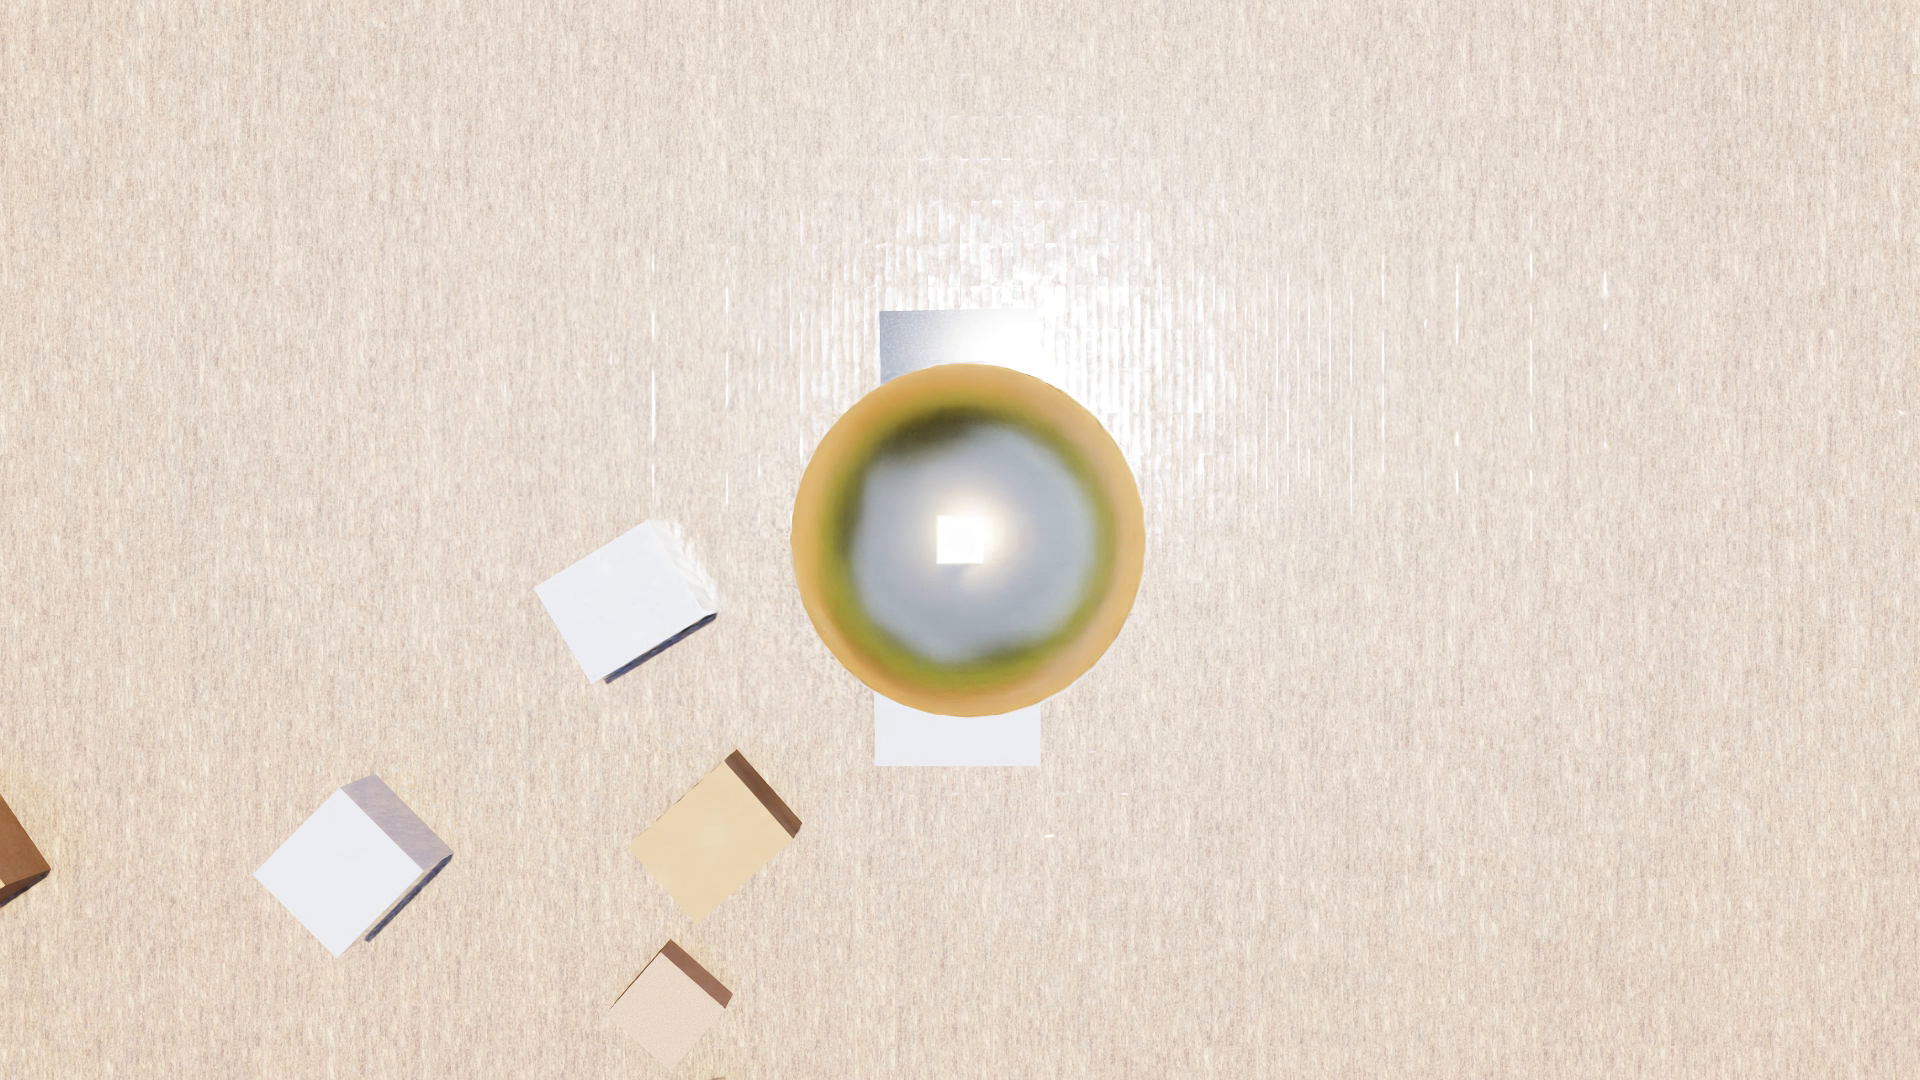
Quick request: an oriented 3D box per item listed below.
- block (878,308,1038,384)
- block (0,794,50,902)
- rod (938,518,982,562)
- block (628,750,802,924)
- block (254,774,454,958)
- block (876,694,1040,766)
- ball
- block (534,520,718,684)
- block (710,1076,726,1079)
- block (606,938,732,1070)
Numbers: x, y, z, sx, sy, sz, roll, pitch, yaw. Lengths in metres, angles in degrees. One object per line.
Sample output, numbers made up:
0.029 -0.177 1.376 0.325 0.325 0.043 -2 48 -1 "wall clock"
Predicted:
-0.005 -0.844 12.559 0.865 0.883 0.857 -1 90 0 "block"
-5.920 1.849 12.683 0.800 0.633 0.771 -34 90 0 "block"
0.016 0.000 6.485 0.080 5.200 0.080 0 90 0 "rod"
-1.395 1.693 12.645 0.722 0.711 0.585 -42 90 0 "block"
-3.466 1.855 12.627 0.662 0.745 0.686 45 90 0 "block"
-0.013 0.845 12.608 0.919 0.785 0.820 0 90 0 "block"
0.038 0.000 9.885 1.600 1.600 1.600 0 90 0 "ball"
-1.908 0.347 12.663 0.746 0.674 0.629 -31 90 0 "block"
-1.592 3.437 12.742 0.514 0.516 0.439 -12 90 0 "block"
-1.683 2.697 12.785 0.493 0.430 0.474 41 90 0 "block"
